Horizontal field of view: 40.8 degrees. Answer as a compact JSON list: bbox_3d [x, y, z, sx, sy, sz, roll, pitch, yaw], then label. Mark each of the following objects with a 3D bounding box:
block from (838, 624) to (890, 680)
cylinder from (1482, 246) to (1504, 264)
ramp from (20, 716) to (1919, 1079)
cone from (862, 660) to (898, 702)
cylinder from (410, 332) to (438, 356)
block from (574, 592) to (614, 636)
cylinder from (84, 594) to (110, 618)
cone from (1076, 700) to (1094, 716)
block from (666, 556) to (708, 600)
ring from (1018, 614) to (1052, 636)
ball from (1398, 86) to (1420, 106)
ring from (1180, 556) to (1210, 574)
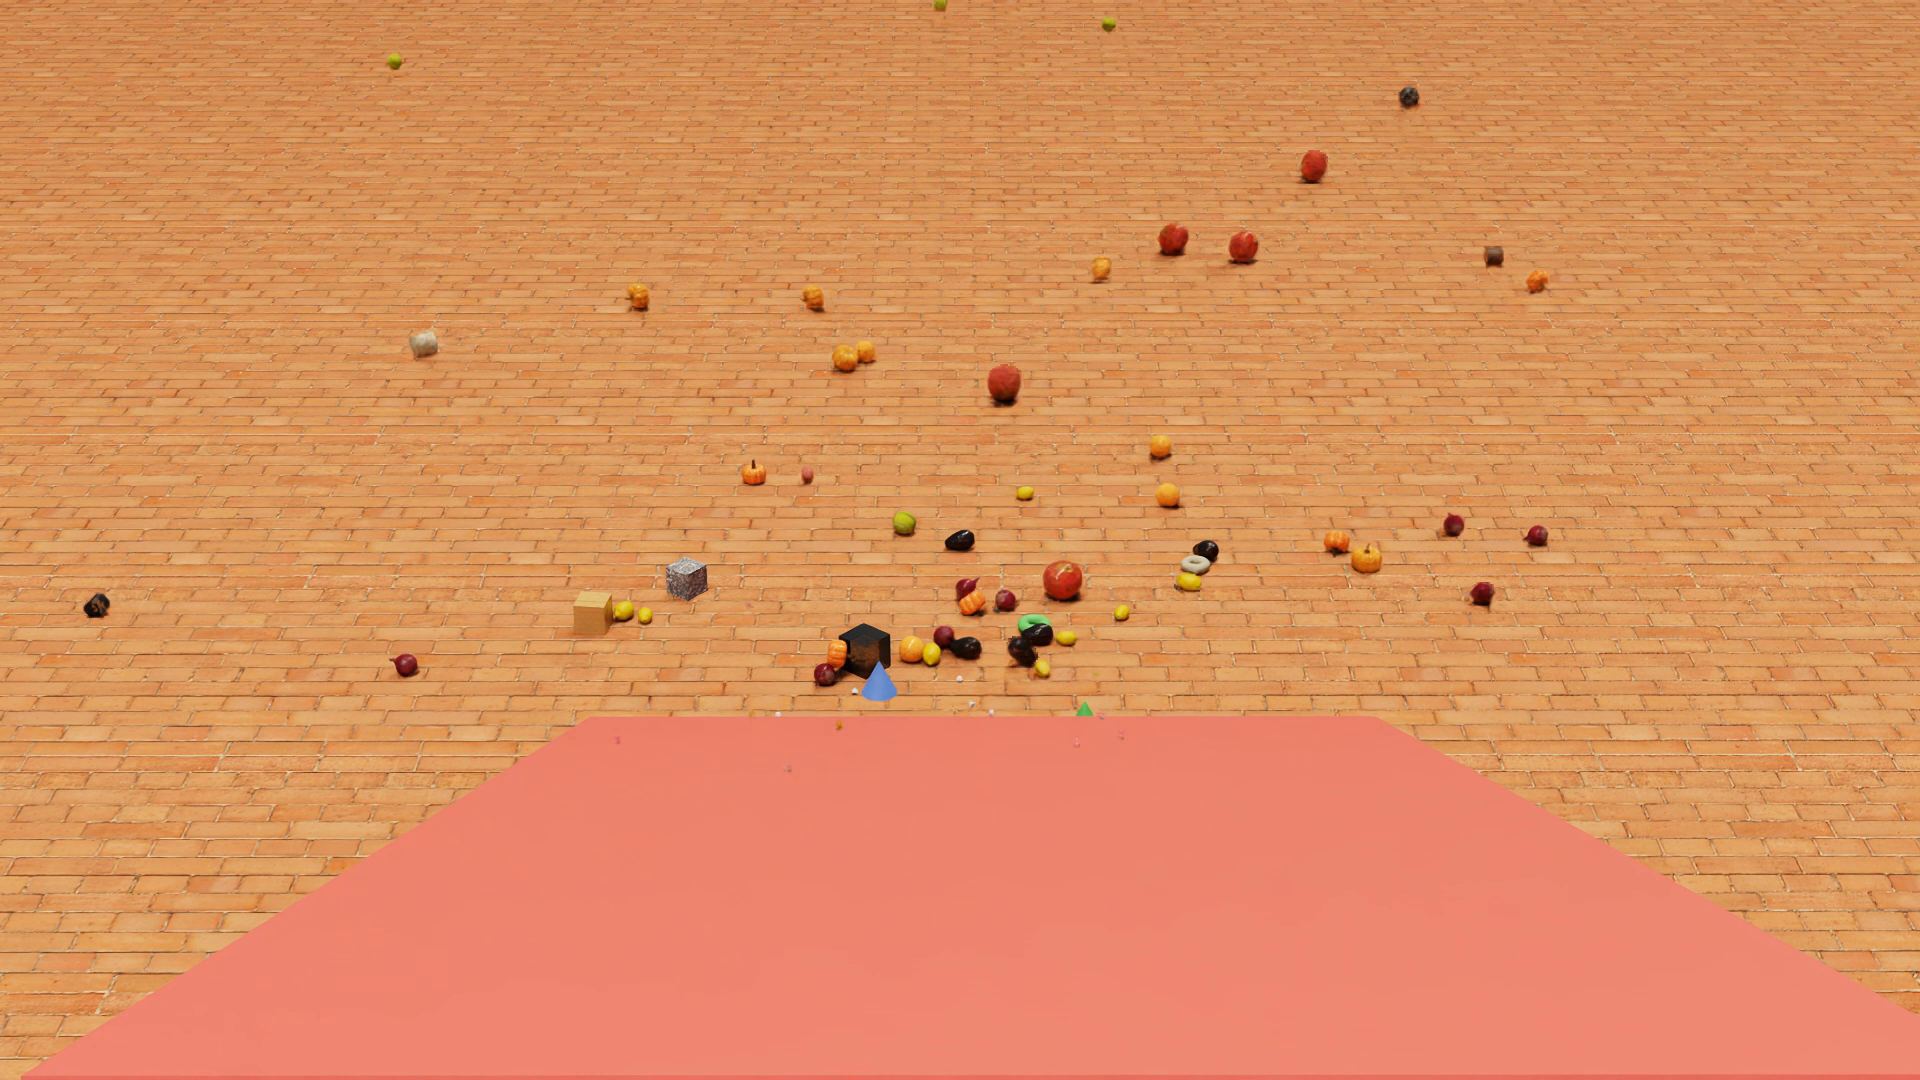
[{"bbox_3d":[-0.257,0.300,6.969,0.099,0.099,0.099,21,34,36],"label":"block"},{"bbox_3d":[2.022,-1.076,9.775,0.060,0.060,0.060,10,23,-17],"label":"cylinder"},{"bbox_3d":[0.060,0.542,4.578,2.000,0.100,4.000,0,1,0],"label":"ramp"},{"bbox_3d":[-0.214,0.362,6.847,0.096,0.096,0.096,0,26,0],"label":"cone"},{"bbox_3d":[-1.862,-0.680,8.965,0.072,0.072,0.072,-16,31,-29],"label":"cylinder"},{"bbox_3d":[-1.019,0.204,7.175,0.087,0.087,0.087,3,27,7],"label":"block"},{"bbox_3d":[-2.424,0.186,7.250,0.052,0.052,0.052,4,27,9],"label":"cylinder"},{"bbox_3d":[0.325,0.447,6.706,0.070,0.070,0.070,0,26,0],"label":"cone"},{"bbox_3d":[-0.780,0.110,7.367,0.082,0.082,0.082,19,32,33],"label":"block"},{"bbox_3d":[0.207,0.236,7.173,0.094,0.031,0.094,1,27,-1],"label":"ring"},{"bbox_3d":[2.014,-1.989,11.575,0.089,0.089,0.089,0,26,0],"label":"ball"},{"bbox_3d":[0.685,0.072,7.506,0.086,0.029,0.086,-1,25,0],"label":"ring"}]
